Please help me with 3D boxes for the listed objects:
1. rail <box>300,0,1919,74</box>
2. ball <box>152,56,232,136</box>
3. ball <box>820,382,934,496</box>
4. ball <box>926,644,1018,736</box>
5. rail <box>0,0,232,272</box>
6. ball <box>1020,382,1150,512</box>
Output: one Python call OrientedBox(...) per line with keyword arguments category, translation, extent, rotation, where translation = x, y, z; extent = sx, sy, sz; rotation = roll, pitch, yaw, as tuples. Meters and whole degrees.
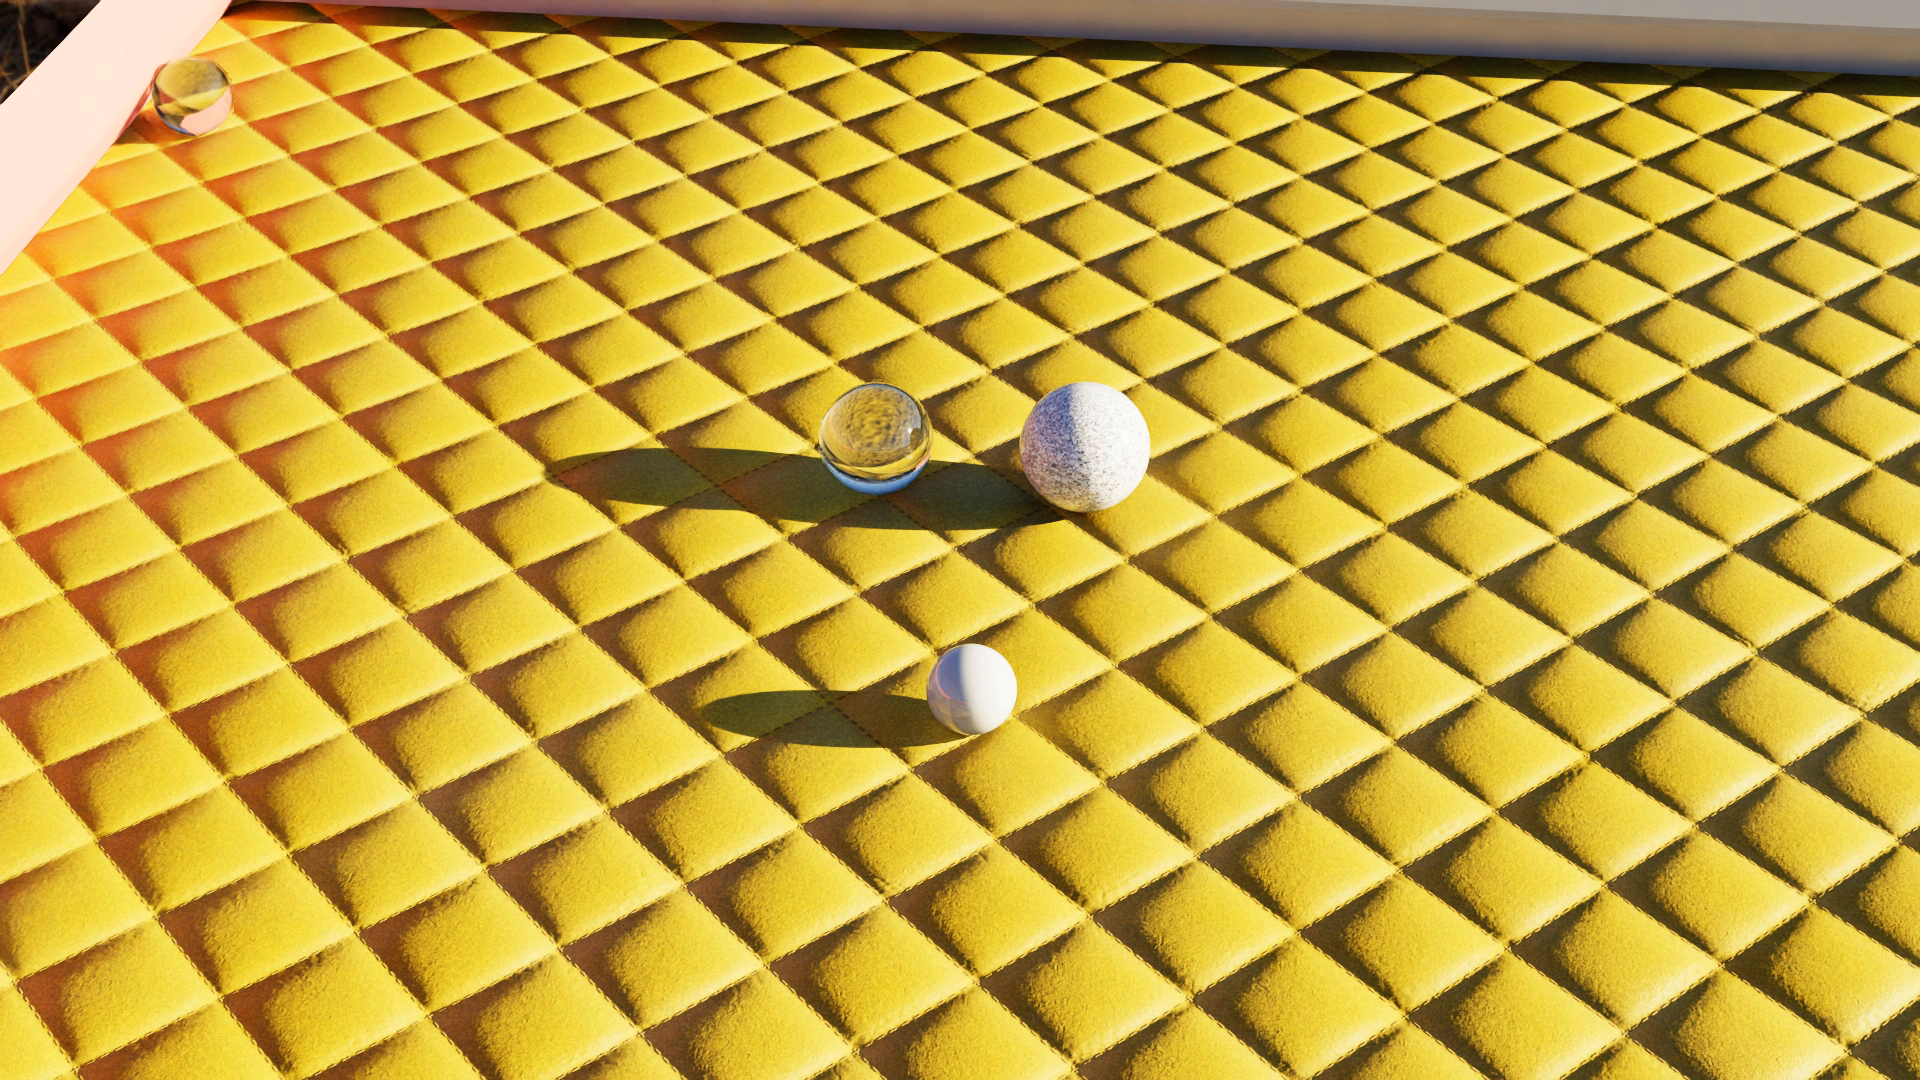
OrientedBox(category="rail", translation=(0.969, -0.497, 2.478), extent=(3.488, 0.126, 0.045), rotation=(4, 35, 5))
OrientedBox(category="ball", translation=(-0.722, -0.418, 2.413), extent=(0.073, 0.073, 0.073), rotation=(0, 35, 0))
OrientedBox(category="ball", translation=(-0.062, -0.076, 1.915), extent=(0.085, 0.085, 0.085), rotation=(0, 35, 0))
OrientedBox(category="ball", translation=(0.008, 0.098, 1.688), extent=(0.060, 0.060, 0.060), rotation=(0, 35, 0))
OrientedBox(category="rail", translation=(-0.843, -0.074, 1.874), extent=(0.045, 0.126, 1.912), rotation=(4, 35, 5))
OrientedBox(category="ball", translation=(0.092, -0.069, 1.894), extent=(0.097, 0.097, 0.097), rotation=(0, 35, 0))
